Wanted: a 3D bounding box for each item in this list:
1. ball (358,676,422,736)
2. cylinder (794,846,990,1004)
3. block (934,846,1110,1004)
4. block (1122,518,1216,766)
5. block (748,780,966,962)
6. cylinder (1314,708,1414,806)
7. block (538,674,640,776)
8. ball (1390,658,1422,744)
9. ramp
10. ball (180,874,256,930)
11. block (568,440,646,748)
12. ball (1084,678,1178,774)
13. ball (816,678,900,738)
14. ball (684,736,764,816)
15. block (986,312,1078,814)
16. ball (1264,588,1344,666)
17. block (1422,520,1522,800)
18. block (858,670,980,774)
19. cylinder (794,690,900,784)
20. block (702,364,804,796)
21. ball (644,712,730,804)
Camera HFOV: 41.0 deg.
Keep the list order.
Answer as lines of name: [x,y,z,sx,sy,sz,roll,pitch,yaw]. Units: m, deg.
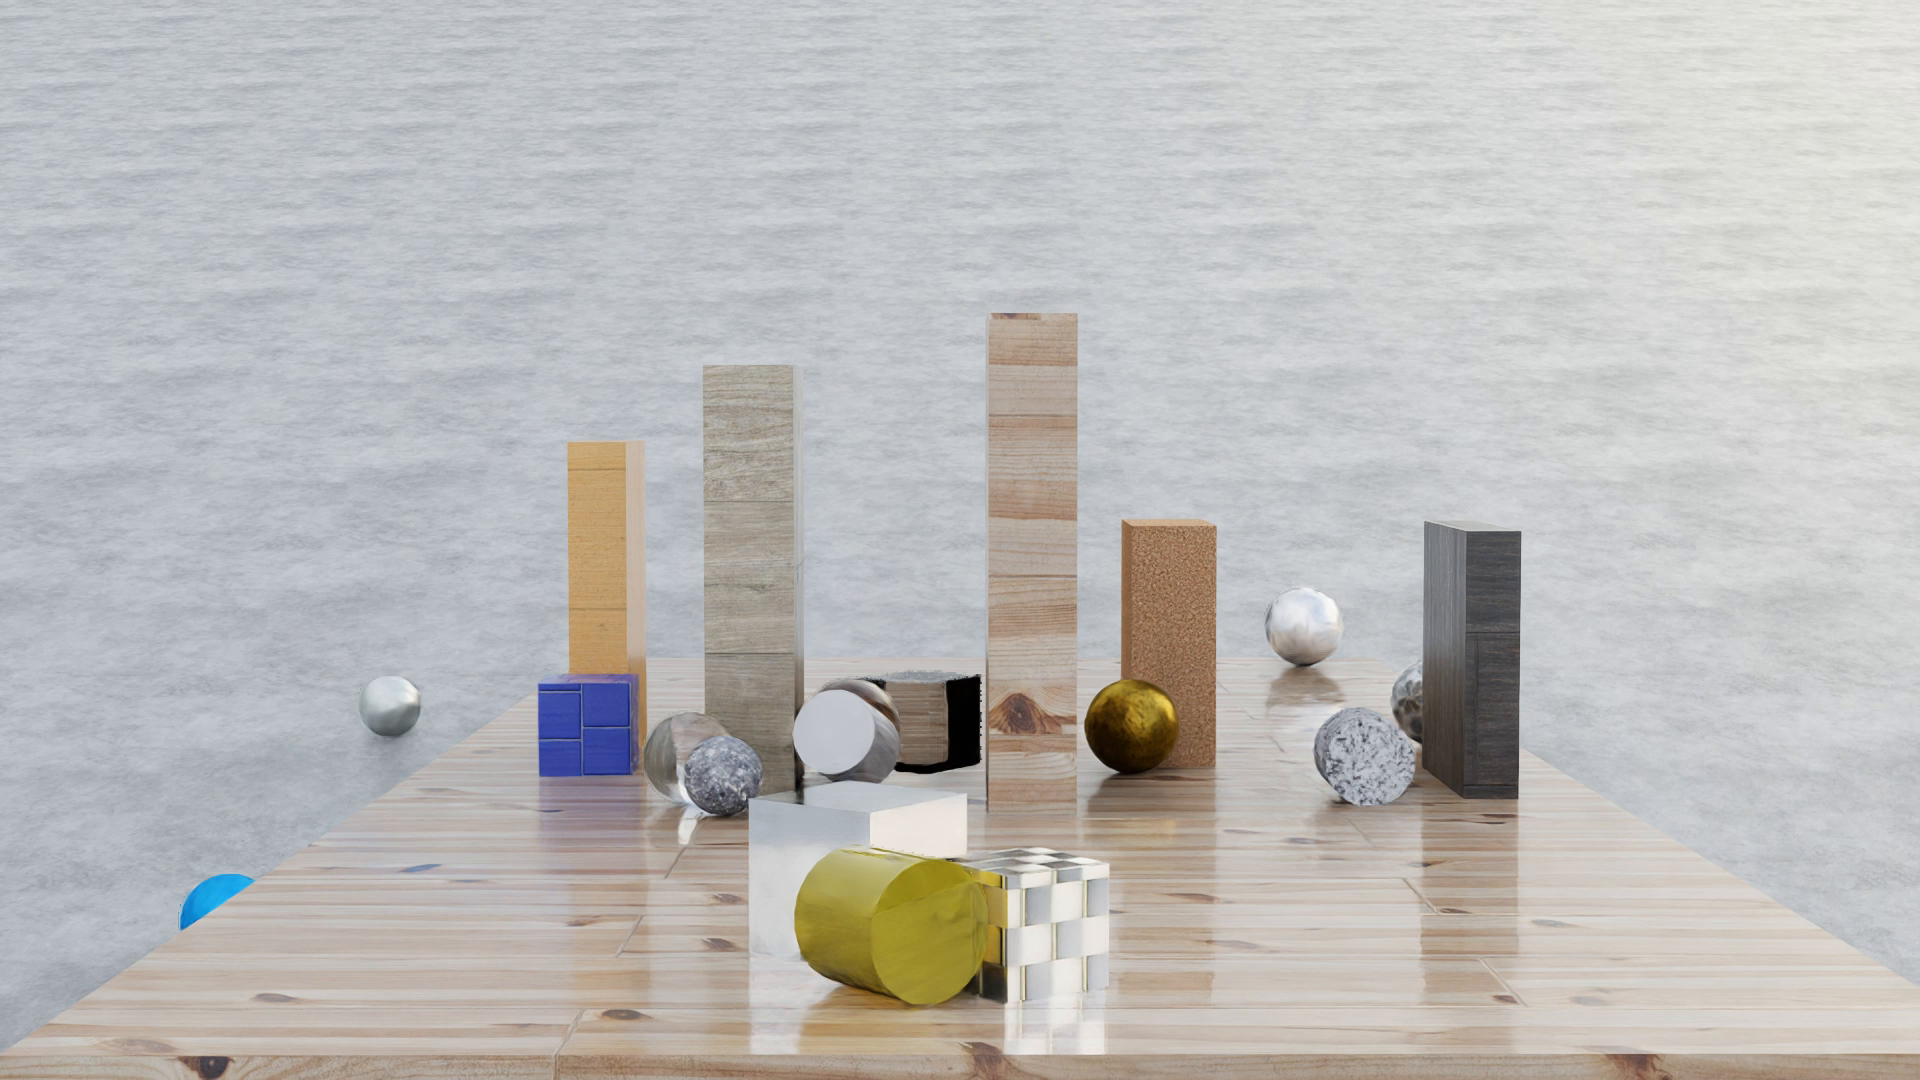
ball: [-1.398,0.407,6.306,0.151,0.151,0.151,0,22,0]
cylinder: [-0.075,0.415,2.786,0.153,0.153,0.153,-15,9,-34]
block: [0.068,0.422,2.836,0.138,0.138,0.138,-2,4,-35]
block: [0.378,0.181,4.688,0.150,0.427,0.284,0,3,0]
block: [-0.119,0.391,3.017,0.182,0.182,0.182,2,4,37]
cylinder: [0.653,0.351,4.165,0.143,0.143,0.143,0,3,0]
block: [-0.651,0.324,4.517,0.161,0.161,0.161,0,3,-3]
ball: [0.892,0.303,4.809,0.170,0.170,0.170,0,22,0]
ramp: [0.050,0.453,4.532,2.000,0.100,4.000,0,3,0]
ball: [-1.433,0.744,5.039,0.181,0.181,0.181,0,22,0]
block: [-0.647,0.105,4.731,0.103,0.574,0.283,0,3,0]
ball: [0.298,0.323,4.471,0.164,0.164,0.164,0,22,0]
ball: [-0.187,0.324,4.448,0.167,0.167,0.167,0,22,0]
ball: [-0.369,0.368,4.012,0.124,0.124,0.124,0,22,0]
block: [0.113,0.027,4.221,0.138,0.782,0.426,0,3,0]
ball: [0.846,0.213,6.320,0.192,0.192,0.192,0,22,0]
block: [0.862,0.193,4.351,0.089,0.436,0.374,0,3,0]
block: [-0.075,0.322,4.567,0.158,0.158,0.158,2,4,35]
cylinder: [-0.186,0.330,4.232,0.139,0.139,0.139,8,-14,18]
block: [-0.344,0.061,4.323,0.147,0.705,0.270,0,3,0]
ball: [-0.433,0.350,4.131,0.148,0.148,0.148,0,22,0]
